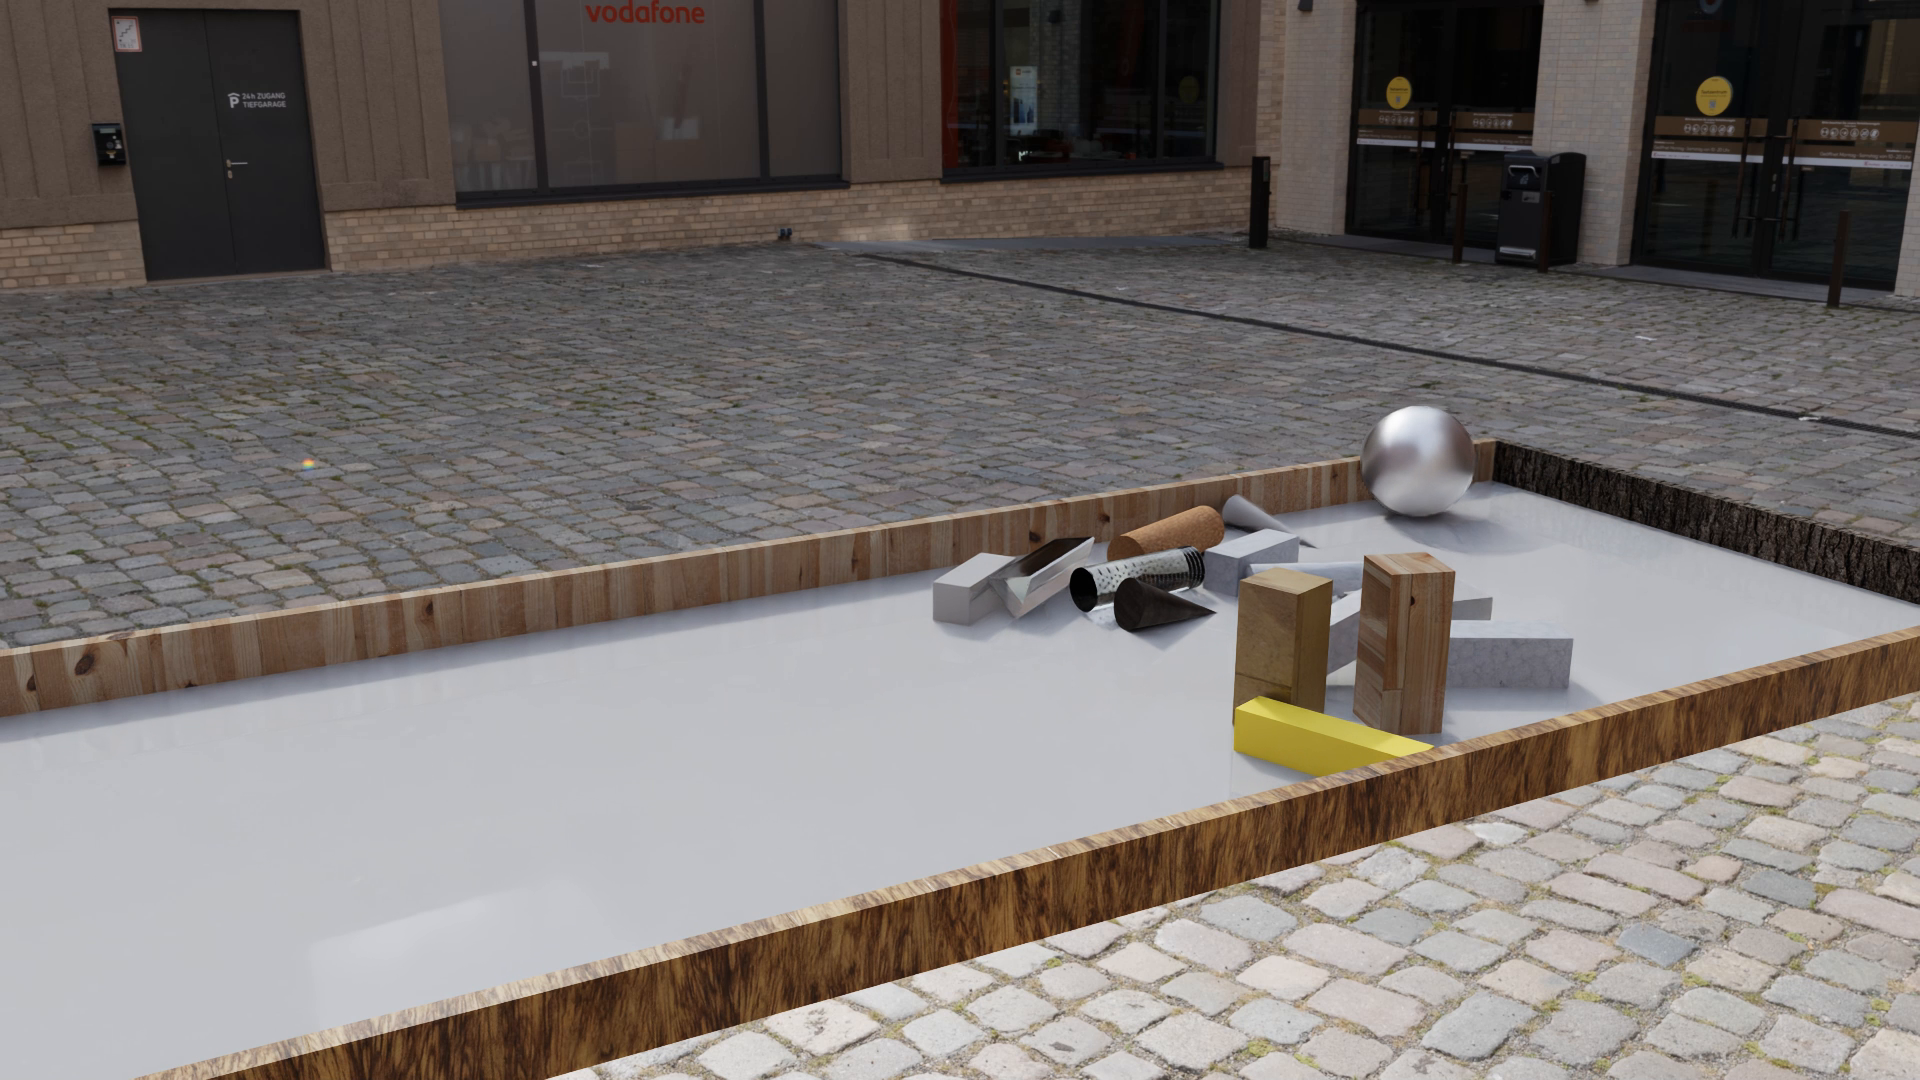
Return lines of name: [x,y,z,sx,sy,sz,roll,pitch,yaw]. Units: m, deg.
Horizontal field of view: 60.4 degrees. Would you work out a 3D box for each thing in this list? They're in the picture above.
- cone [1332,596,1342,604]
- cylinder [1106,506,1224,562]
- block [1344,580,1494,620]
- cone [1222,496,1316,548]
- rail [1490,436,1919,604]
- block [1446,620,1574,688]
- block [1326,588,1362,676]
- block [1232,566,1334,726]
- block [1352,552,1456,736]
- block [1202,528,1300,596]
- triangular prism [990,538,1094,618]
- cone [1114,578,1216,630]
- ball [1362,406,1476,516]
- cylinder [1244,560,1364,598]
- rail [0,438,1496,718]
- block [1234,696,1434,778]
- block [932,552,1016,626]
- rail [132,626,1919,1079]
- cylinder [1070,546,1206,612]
cone: [1.063,0.207,4.531,0.409,0.136,0.136,17,22,21]
cylinder: [0.638,0.007,5.082,0.140,0.140,0.446,13,21,38]
block: [1.200,0.217,4.345,0.352,0.153,0.153,-5,17,-17]
cone: [1.029,-0.036,5.388,0.103,0.103,0.373,-13,29,-37]
rail: [2.466,-0.048,5.253,0.050,0.150,2.100,-9,18,-27]
block: [1.312,0.286,4.149,0.403,0.132,0.132,0,16,1]
block: [0.929,0.242,4.104,0.353,0.112,0.112,-26,16,-13]
block: [0.748,0.263,3.829,0.153,0.355,0.153,15,21,41]
block: [1.030,0.242,3.836,0.154,0.393,0.154,-3,17,-9]
block: [0.871,0.065,4.924,0.118,0.118,0.321,15,22,42]
triangular prism: [0.260,0.079,4.773,0.116,0.134,0.444,-39,-6,31]
cone: [0.594,0.190,4.584,0.306,0.144,0.144,7,12,-28]
ball: [1.558,-0.269,5.605,0.374,0.374,0.374,0,16,0]
cylinder: [1.008,0.118,4.768,0.352,0.105,0.105,-2,16,-5]
rail: [-3.305,0.497,3.399,12.000,0.150,0.050,-9,18,-27]
block: [0.813,0.457,3.620,0.430,0.102,0.102,14,21,40]
block: [0.044,0.137,4.688,0.113,0.113,0.312,8,18,25]
rail: [-2.336,1.006,1.665,12.000,0.150,0.050,-9,18,-27]
cylinder: [0.514,0.110,4.755,0.398,0.128,0.128,-11,19,-32]
